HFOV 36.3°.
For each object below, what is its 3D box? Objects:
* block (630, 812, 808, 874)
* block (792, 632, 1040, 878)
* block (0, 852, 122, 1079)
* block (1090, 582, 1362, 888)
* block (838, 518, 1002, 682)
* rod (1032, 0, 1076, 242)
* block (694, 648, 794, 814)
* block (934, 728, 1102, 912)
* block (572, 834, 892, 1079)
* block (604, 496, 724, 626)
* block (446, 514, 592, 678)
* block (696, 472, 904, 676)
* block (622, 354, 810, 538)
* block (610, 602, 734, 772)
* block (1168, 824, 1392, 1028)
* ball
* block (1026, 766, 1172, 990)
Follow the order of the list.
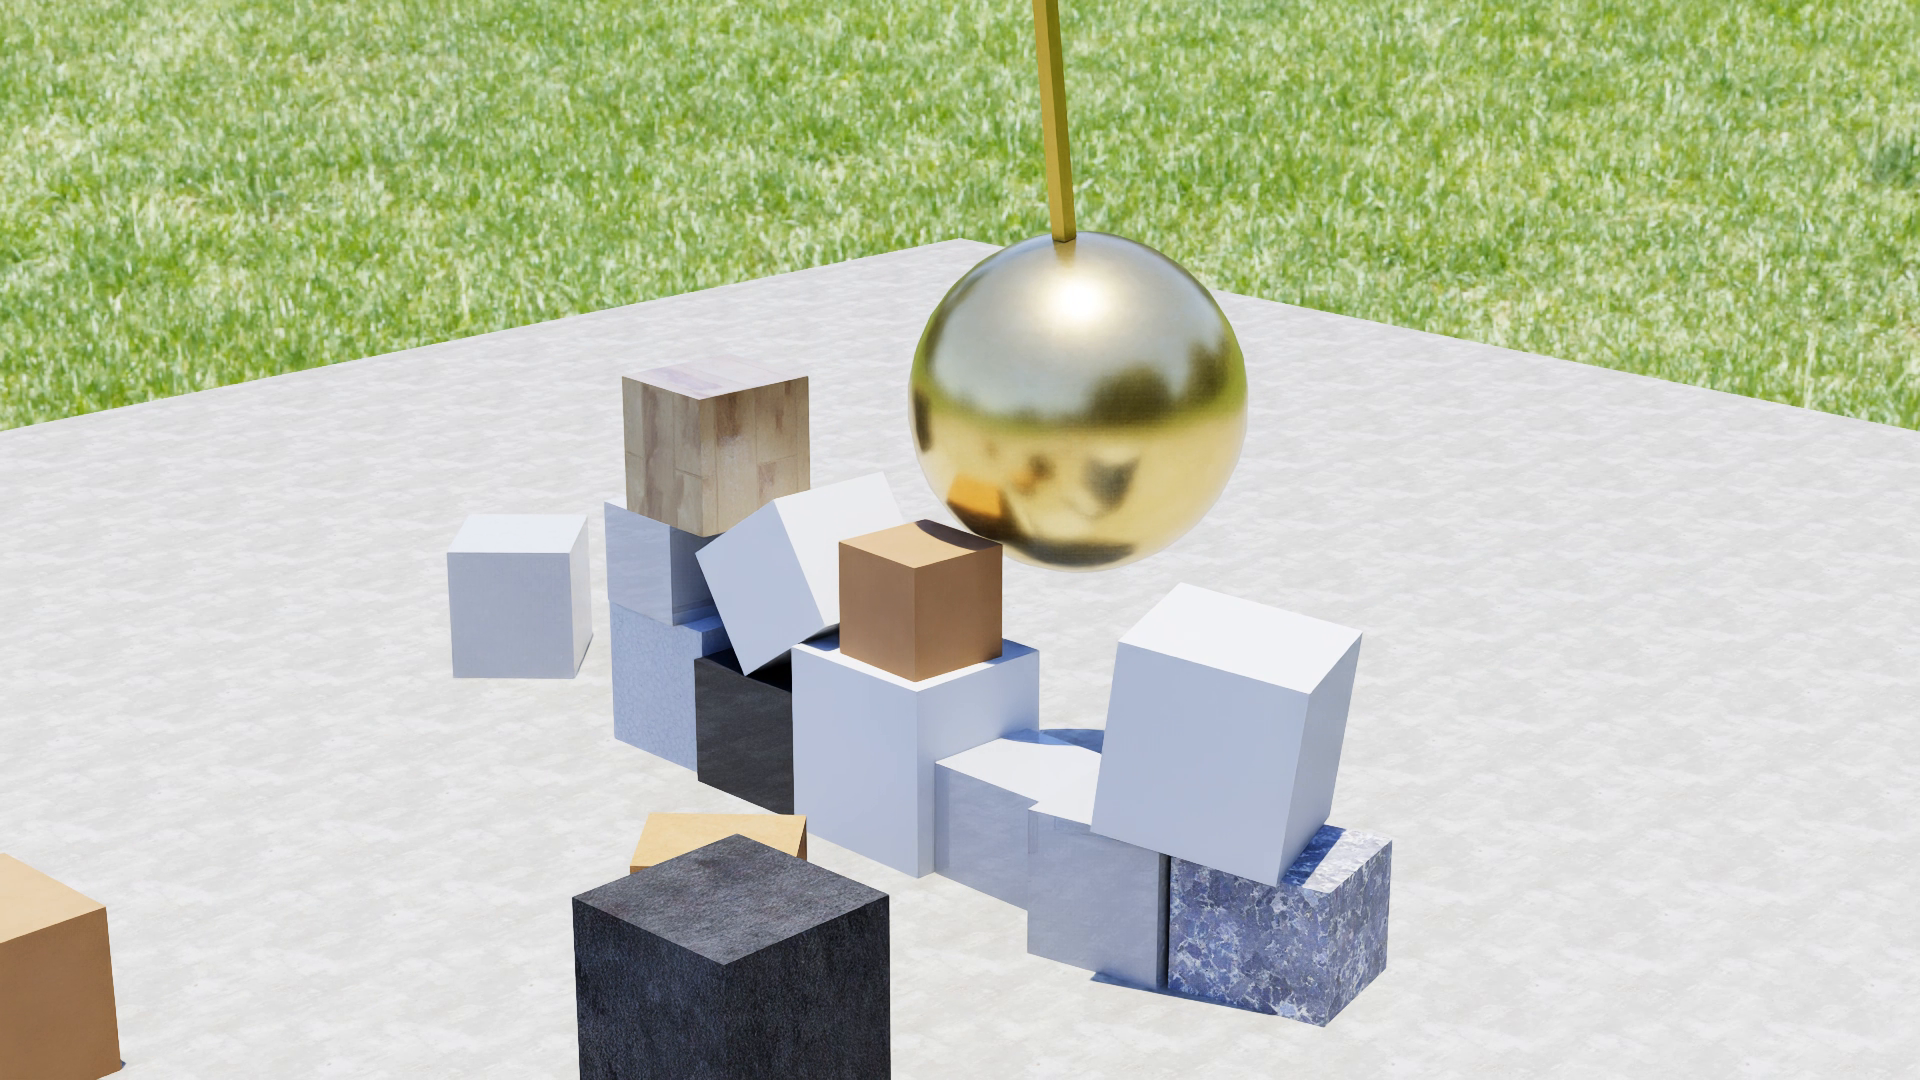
[{"bbox_3d":[-1.008,1.550,12.393,0.676,0.611,0.563,1,17,2],"label":"block"},{"bbox_3d":[-0.208,0.941,13.827,0.792,0.914,0.849,-16,24,-42],"label":"block"},{"bbox_3d":[-3.841,1.762,11.555,0.768,0.709,0.675,16,23,41],"label":"block"},{"bbox_3d":[1.109,0.793,12.181,0.813,0.868,0.760,15,23,19],"label":"block"},{"bbox_3d":[-0.181,0.272,13.523,0.534,0.545,0.535,-15,23,-39],"label":"block"},{"bbox_3d":[0.239,-3.767,12.408,0.080,5.200,0.080,17,31,42],"label":"rod"},{"bbox_3d":[-0.783,0.896,14.428,0.705,0.639,0.765,-17,24,-42],"label":"block"},{"bbox_3d":[0.342,1.278,13.366,0.608,0.547,0.683,-17,24,-42],"label":"block"},{"bbox_3d":[-0.875,1.762,11.325,0.863,0.847,0.851,16,23,41],"label":"block"},{"bbox_3d":[-1.368,0.055,14.772,0.620,0.523,0.558,-15,23,-39],"label":"block"},{"bbox_3d":[-2.419,0.305,16.173,0.663,0.720,0.702,0,17,1],"label":"block"},{"bbox_3d":[-0.704,0.162,14.127,0.687,0.647,0.725,-16,-10,-41],"label":"block"},{"bbox_3d":[-1.197,-0.476,14.444,0.672,0.686,0.621,-15,23,-40],"label":"block"},{"bbox_3d":[-1.304,0.673,14.942,0.618,0.757,0.726,-17,24,-42],"label":"block"},{"bbox_3d":[1.349,1.572,12.345,0.714,0.598,0.645,10,20,29],"label":"block"},{"bbox_3d":[0.551,-0.645,13.717,1.600,1.600,1.600,0,17,0],"label":"ball"},{"bbox_3d":[0.749,1.430,12.674,0.642,0.672,0.696,11,21,32],"label":"block"}]
